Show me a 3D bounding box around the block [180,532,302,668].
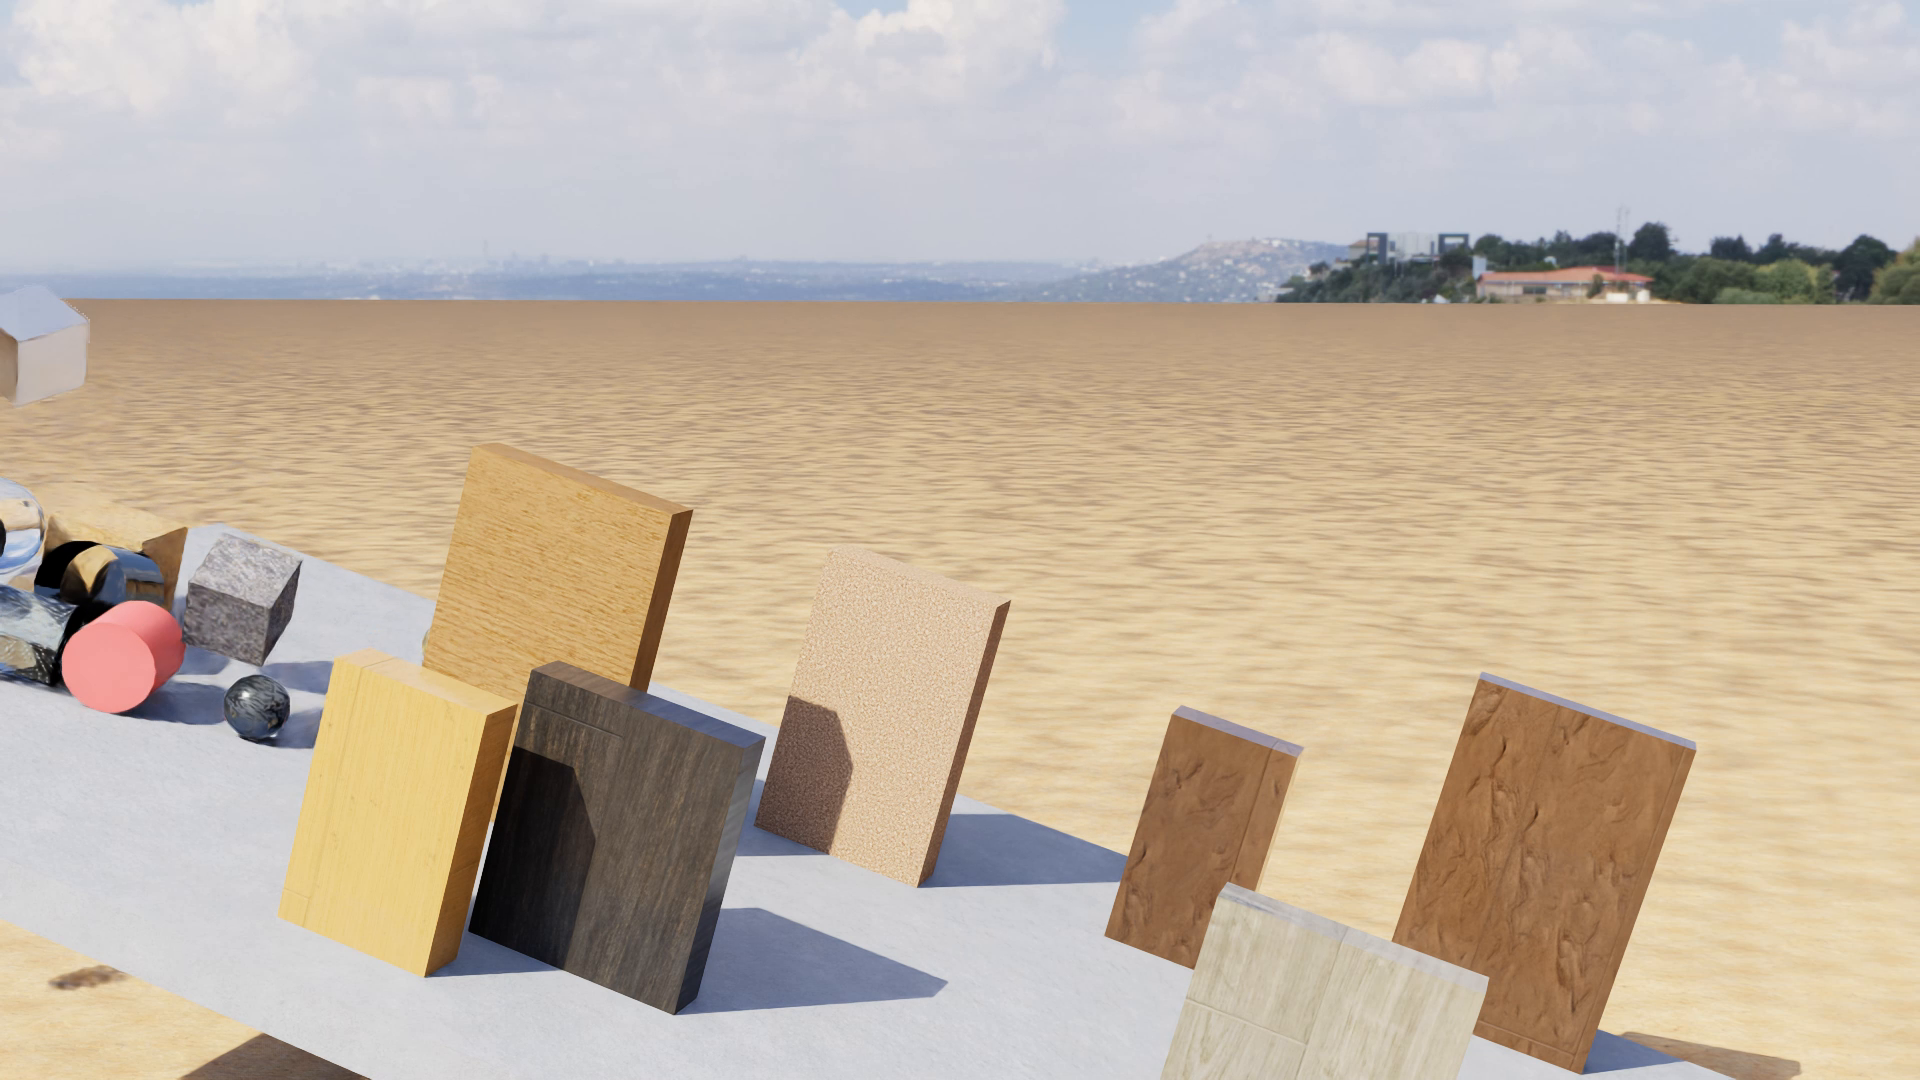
[{"bbox_3d":[-1.388,0.116,4.251,0.159,0.159,0.159,19,37,-5],"label":"block"}]

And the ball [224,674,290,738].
[{"bbox_3d":[-1.372,0.325,4.293,0.126,0.126,0.126,0,7,0],"label":"ball"}]

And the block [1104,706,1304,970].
[{"bbox_3d":[0.496,0.616,4.480,0.264,0.492,0.098,19,12,14],"label":"block"}]

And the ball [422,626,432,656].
[{"bbox_3d":[-1.164,0.242,4.999,0.117,0.117,0.117,0,7,0],"label":"ball"}]

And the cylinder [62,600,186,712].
[{"bbox_3d":[-1.629,0.226,4.287,0.178,0.178,0.178,0,12,-1],"label":"cylinder"}]

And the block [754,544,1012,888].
[{"bbox_3d":[-0.162,0.358,4.528,0.372,0.611,0.109,19,12,14],"label":"block"}]

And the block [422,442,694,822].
[{"bbox_3d":[-0.798,0.208,4.195,0.423,0.689,0.096,19,12,14],"label":"block"}]

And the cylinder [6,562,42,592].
[{"bbox_3d":[-1.922,0.116,4.579,0.117,0.117,0.117,-1,13,-7],"label":"cylinder"}]

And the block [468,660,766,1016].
[{"bbox_3d":[-0.575,0.493,3.667,0.393,0.475,0.093,19,12,14],"label":"block"}]

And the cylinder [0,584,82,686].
[{"bbox_3d":[-1.813,0.183,4.259,0.164,0.164,0.164,17,4,-10],"label":"cylinder"}]

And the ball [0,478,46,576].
[{"bbox_3d":[-2.004,-0.028,4.549,0.207,0.207,0.207,0,7,0],"label":"ball"}]

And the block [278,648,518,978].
[{"bbox_3d":[-0.909,0.437,3.547,0.278,0.451,0.102,19,12,14],"label":"block"}]

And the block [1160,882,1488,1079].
[{"bbox_3d":[0.573,0.848,3.581,0.442,0.445,0.090,19,12,14],"label":"block"}]

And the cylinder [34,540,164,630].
[{"bbox_3d":[-1.761,0.102,4.506,0.190,0.190,0.190,0,-4,2],"label":"cylinder"}]

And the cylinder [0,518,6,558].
[{"bbox_3d":[-1.923,-0.009,4.161,0.155,0.155,0.155,10,11,32],"label":"cylinder"}]

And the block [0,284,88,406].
[{"bbox_3d":[-1.756,-0.368,4.144,0.146,0.146,0.146,34,37,21],"label":"block"}]

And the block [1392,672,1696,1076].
[{"bbox_3d":[1.172,0.681,4.510,0.441,0.715,0.085,19,12,14],"label":"block"}]

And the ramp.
[{"bbox_3d":[-0.376,0.735,4.239,4.000,0.100,2.000,19,12,14],"label":"ramp"}]

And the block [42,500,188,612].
[{"bbox_3d":[-1.834,0.055,4.755,0.210,0.210,0.210,16,11,4],"label":"block"}]
